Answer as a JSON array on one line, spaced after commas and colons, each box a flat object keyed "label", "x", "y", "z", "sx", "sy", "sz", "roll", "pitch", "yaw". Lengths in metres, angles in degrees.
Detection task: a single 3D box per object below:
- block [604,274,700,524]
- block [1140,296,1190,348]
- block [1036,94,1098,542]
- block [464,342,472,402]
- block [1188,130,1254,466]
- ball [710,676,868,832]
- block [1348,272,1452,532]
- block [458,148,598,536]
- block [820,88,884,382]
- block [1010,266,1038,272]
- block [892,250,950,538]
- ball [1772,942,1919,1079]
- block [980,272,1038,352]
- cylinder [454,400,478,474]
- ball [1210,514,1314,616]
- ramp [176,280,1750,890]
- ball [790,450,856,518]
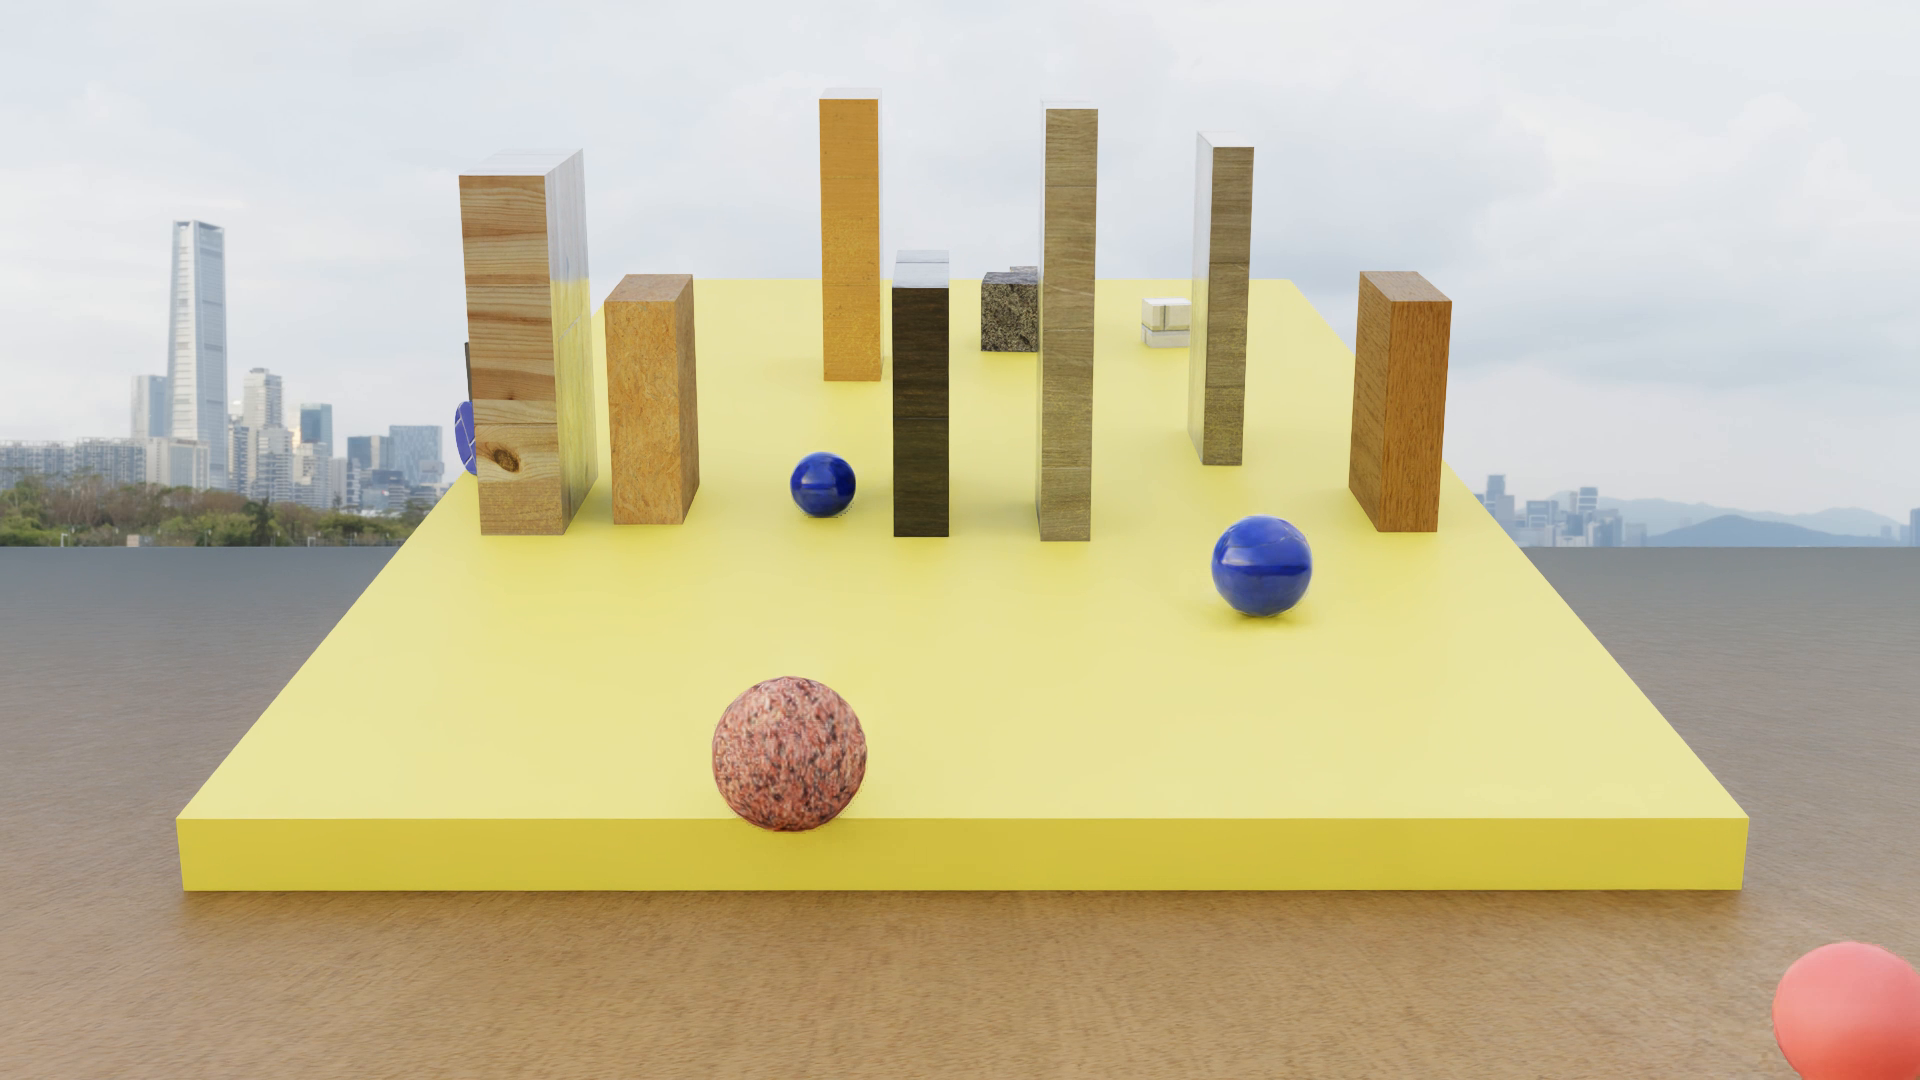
[{"label": "block", "x": -0.578, "y": -0.270, "z": 4.182, "sx": 0.128, "sy": 0.418, "sz": 0.290, "roll": 0, "pitch": 17, "yaw": 0}, {"label": "block", "x": 0.535, "y": -0.561, "z": 5.708, "sx": 0.110, "sy": 0.110, "sz": 0.110, "roll": -3, "pitch": 17, "yaw": -10}, {"label": "block", "x": 0.190, "y": -0.406, "z": 4.022, "sx": 0.090, "sy": 0.771, "sz": 0.277, "roll": 0, "pitch": 17, "yaw": 0}, {"label": "block", "x": -0.911, "y": -0.347, "z": 4.444, "sx": 0.117, "sy": 0.117, "sz": 0.117, "roll": 1, "pitch": 14, "yaw": 12}, {"label": "block", "x": 0.535, "y": -0.505, "z": 4.579, "sx": 0.081, "sy": 0.645, "sz": 0.310, "roll": 0, "pitch": 17, "yaw": 0}, {"label": "ball", "x": -0.213, "y": 0.267, "z": 2.765, "sx": 0.195, "sy": 0.195, "sz": 0.195, "roll": 0, "pitch": 0, "yaw": 0}, {"label": "block", "x": 0.820, "y": -0.265, "z": 4.150, "sx": 0.108, "sy": 0.428, "sz": 0.318, "roll": 0, "pitch": 17, "yaw": 0}, {"label": "block", "x": -0.798, "y": -0.381, "z": 4.141, "sx": 0.149, "sy": 0.652, "sz": 0.419, "roll": 0, "pitch": 17, "yaw": 0}, {"label": "block", "x": -0.257, "y": -0.738, "z": 5.328, "sx": 0.136, "sy": 0.664, "sz": 0.292, "roll": 0, "pitch": 17, "yaw": 0}, {"label": "block", "x": 0.217, "y": -0.641, "z": 5.898, "sx": 0.154, "sy": 0.154, "sz": 0.154, "roll": -2, "pitch": 17, "yaw": -6}, {"label": "block", "x": -0.071, "y": -0.284, "z": 4.162, "sx": 0.101, "sy": 0.457, "sz": 0.421, "roll": 0, "pitch": 17, "yaw": 0}, {"label": "ball", "x": 0.721, "y": 0.387, "z": 1.787, "sx": 0.124, "sy": 0.124, "sz": 0.124, "roll": 0, "pitch": 0, "yaw": 0}, {"label": "block", "x": 0.148, "y": -0.585, "z": 5.674, "sx": 0.174, "sy": 0.174, "sz": 0.174, "roll": 2, "pitch": 17, "yaw": 5}, {"label": "cylinder", "x": -0.920, "y": -0.216, "z": 4.470, "sx": 0.149, "sy": 0.149, "sz": 0.149, "roll": -11, "pitch": 6, "yaw": -33}, {"label": "ball", "x": 0.488, "y": 0.041, "z": 3.579, "sx": 0.166, "sy": 0.166, "sz": 0.166, "roll": 0, "pitch": 0, "yaw": 0}, {"label": "ramp", "x": -0.002, "y": -0.167, "z": 4.746, "sx": 2.000, "sy": 0.100, "sz": 4.000, "roll": 0, "pitch": 17, "yaw": 0}, {"label": "ball", "x": -0.256, "y": -0.105, "z": 4.141, "sx": 0.125, "sy": 0.125, "sz": 0.125, "roll": 0, "pitch": 0, "yaw": 0}]
